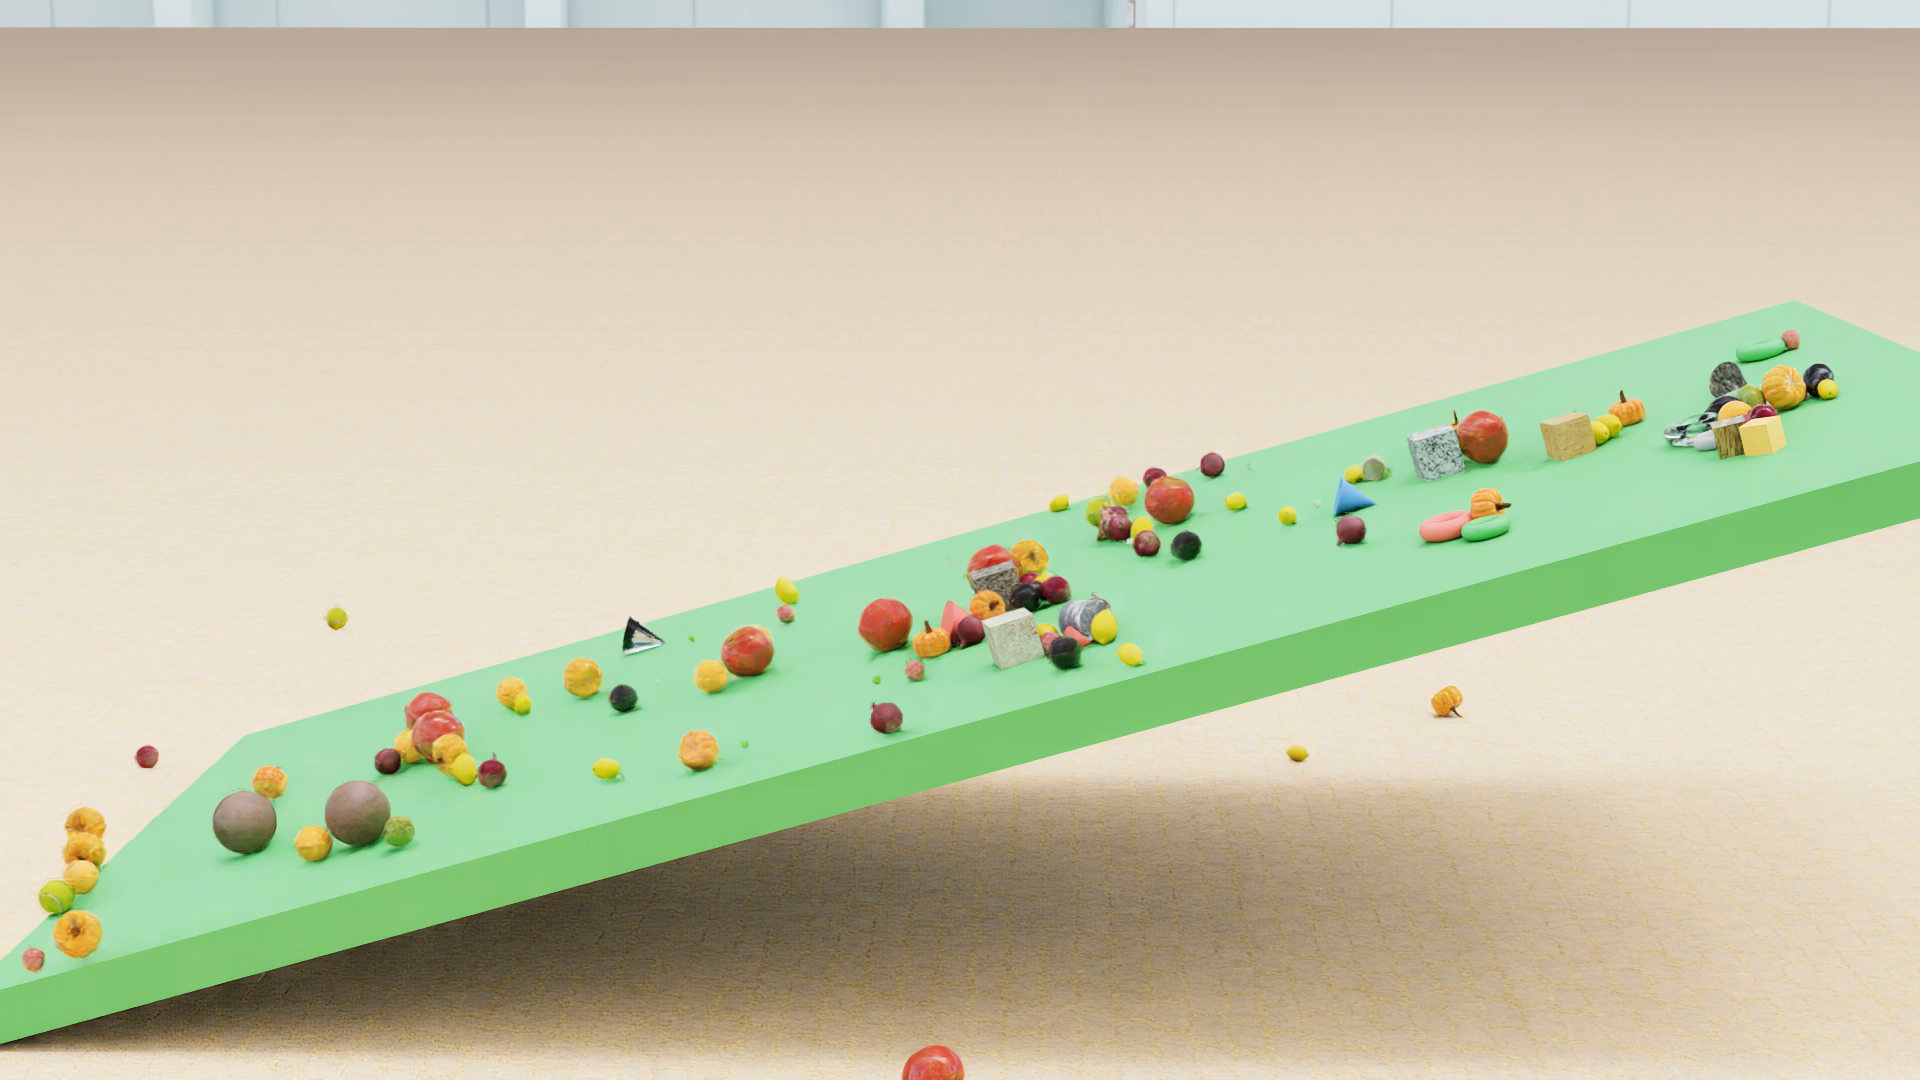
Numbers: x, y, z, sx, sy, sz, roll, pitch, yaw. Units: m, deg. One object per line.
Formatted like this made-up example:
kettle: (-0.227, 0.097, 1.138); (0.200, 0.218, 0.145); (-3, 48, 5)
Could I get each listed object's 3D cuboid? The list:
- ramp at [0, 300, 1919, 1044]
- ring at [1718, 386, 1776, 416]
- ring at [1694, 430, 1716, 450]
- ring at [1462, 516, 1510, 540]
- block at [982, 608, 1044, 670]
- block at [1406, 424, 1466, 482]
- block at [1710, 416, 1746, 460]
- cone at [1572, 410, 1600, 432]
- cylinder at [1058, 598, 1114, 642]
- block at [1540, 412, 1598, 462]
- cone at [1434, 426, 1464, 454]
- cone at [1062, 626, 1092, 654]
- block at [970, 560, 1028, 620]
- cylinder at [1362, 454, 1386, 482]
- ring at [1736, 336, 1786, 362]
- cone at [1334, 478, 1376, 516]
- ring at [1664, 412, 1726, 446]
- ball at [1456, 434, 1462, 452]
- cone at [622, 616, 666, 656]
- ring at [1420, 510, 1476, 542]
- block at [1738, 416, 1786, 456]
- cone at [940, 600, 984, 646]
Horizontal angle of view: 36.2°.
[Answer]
ramp: (0.089, 0.188, 6.322); (4.000, 0.100, 2.000); (-16, 10, 5)
ring: (1.613, -0.285, 6.030); (0.119, 0.040, 0.119); (-17, 11, 3)
ring: (1.486, -0.198, 5.789); (0.083, 0.028, 0.083); (-15, 11, 3)
ring: (1.001, -0.023, 5.602); (0.094, 0.031, 0.094); (-16, 9, 2)
block: (0.103, 0.192, 5.714); (0.088, 0.088, 0.088); (-18, 10, -8)
block: (1.020, -0.186, 6.303); (0.093, 0.093, 0.093); (-16, 10, 2)
block: (1.490, -0.198, 5.680); (0.062, 0.062, 0.062); (-14, 10, 13)
cone: (1.335, -0.240, 6.269); (0.065, 0.065, 0.065); (10, 10, -5)
cylinder: (0.244, 0.156, 5.713); (0.079, 0.079, 0.079); (-7, 12, -32)
block: (1.263, -0.215, 6.107); (0.078, 0.078, 0.078); (-18, 10, -10)
cone: (1.075, -0.203, 6.475); (0.080, 0.080, 0.080); (16, 16, 20)
cone: (0.233, 0.196, 5.667); (0.054, 0.054, 0.054); (8, 7, -24)
block: (0.080, 0.107, 6.211); (0.093, 0.093, 0.093); (-17, 10, -1)
cylinder: (0.909, -0.158, 6.453); (0.051, 0.051, 0.051); (2, 13, 10)
ring: (1.783, -0.425, 6.549); (0.109, 0.036, 0.109); (-15, 10, 3)
cone: (0.837, -0.083, 6.195); (0.083, 0.083, 0.083); (11, 11, 1)
ring: (1.476, -0.221, 5.893); (0.131, 0.044, 0.131); (-16, 8, 2)
ball: (1.058, -0.201, 6.393); (0.070, 0.070, 0.070); (0, 11, 0)
cone: (-0.746, 0.237, 7.003); (0.098, 0.098, 0.098); (11, 11, 1)
ring: (0.945, -0.026, 5.694); (0.114, 0.038, 0.114); (-15, 10, 3)
block: (1.534, -0.199, 5.622); (0.058, 0.058, 0.058); (-7, 14, 44)
cone: (0.019, 0.179, 6.059); (0.098, 0.098, 0.098); (9, 8, -14)
